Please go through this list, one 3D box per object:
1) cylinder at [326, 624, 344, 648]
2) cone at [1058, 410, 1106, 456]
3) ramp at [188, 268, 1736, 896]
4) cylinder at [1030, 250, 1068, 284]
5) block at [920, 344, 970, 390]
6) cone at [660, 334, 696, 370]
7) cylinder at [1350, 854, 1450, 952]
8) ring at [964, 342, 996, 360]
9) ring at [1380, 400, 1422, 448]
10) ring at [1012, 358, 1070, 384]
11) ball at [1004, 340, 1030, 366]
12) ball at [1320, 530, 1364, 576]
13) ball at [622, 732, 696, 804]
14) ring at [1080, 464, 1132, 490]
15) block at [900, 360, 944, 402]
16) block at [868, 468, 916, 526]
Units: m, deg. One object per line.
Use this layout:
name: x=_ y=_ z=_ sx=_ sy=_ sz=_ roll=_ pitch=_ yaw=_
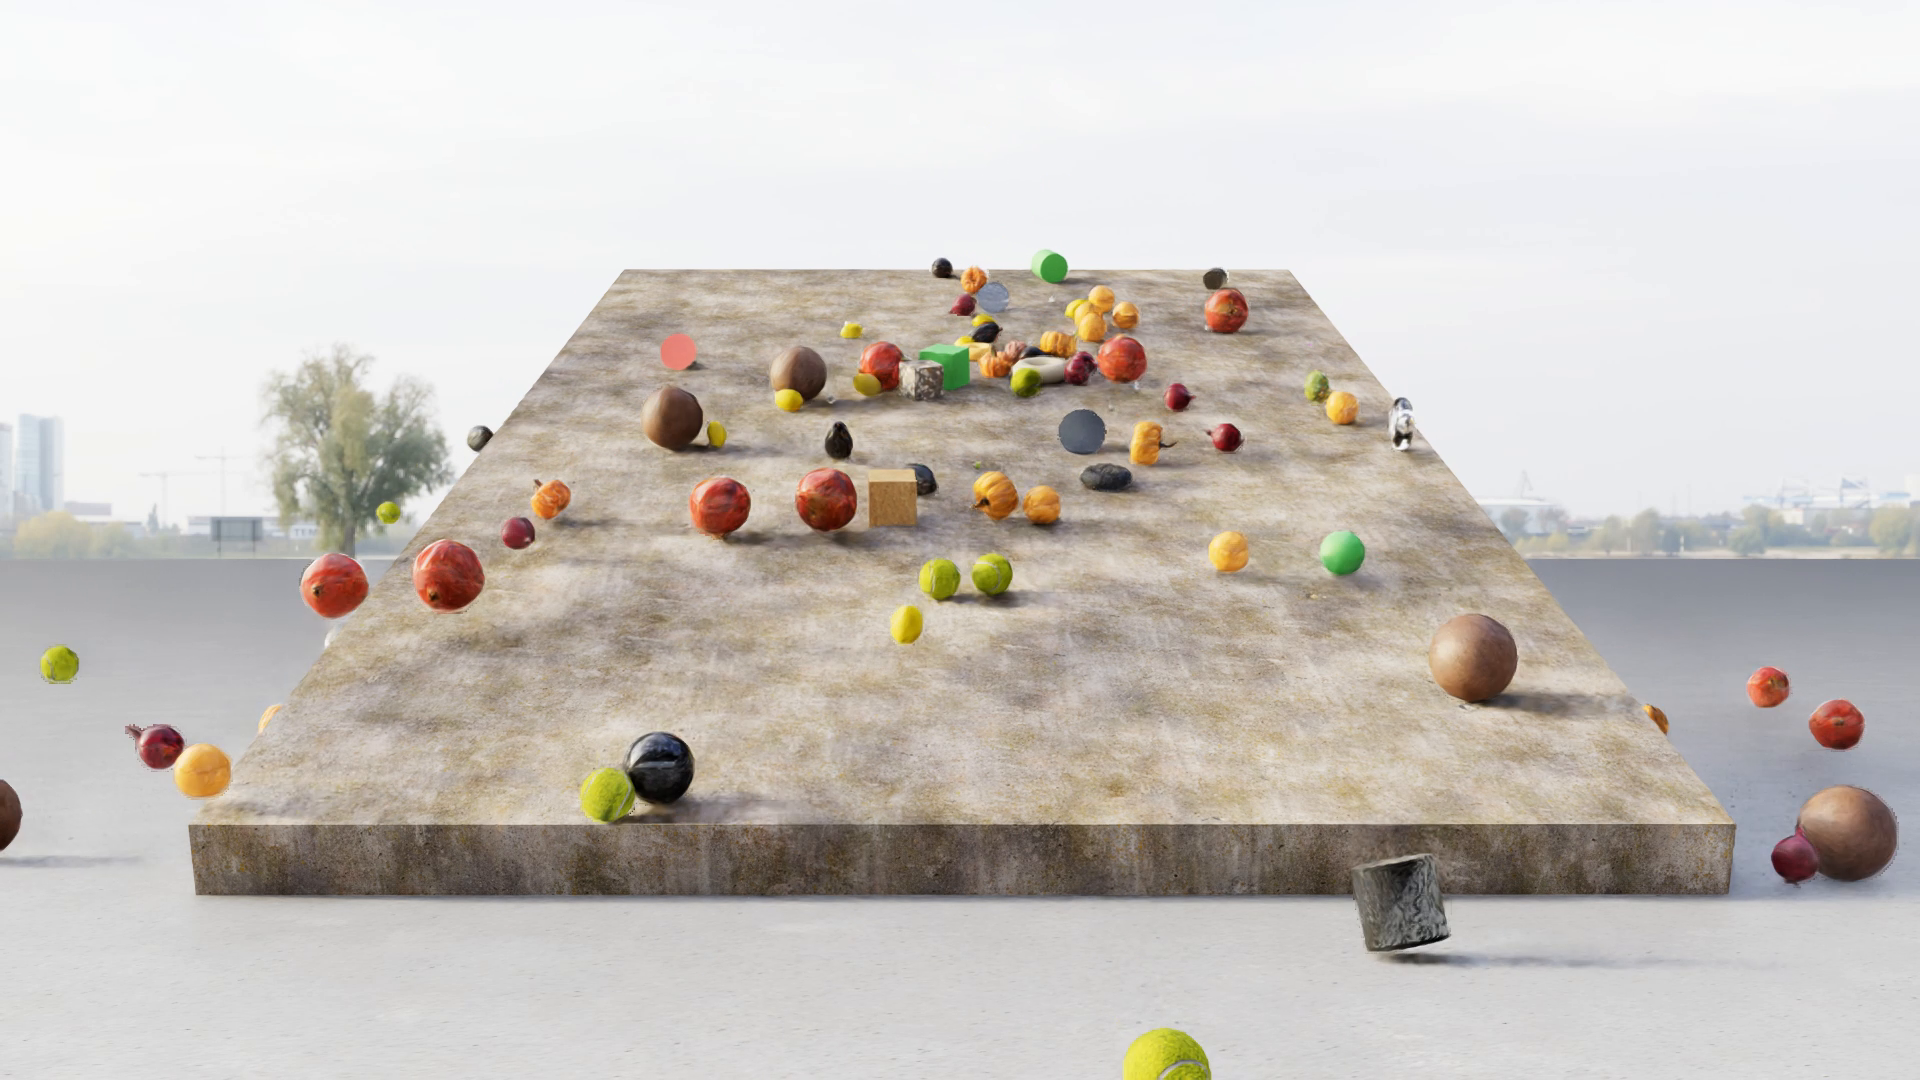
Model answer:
cylinder: x=-1.310 y=0.226 z=4.784 sx=0.077 sy=0.077 sz=0.077 roll=0 pitch=11 yaw=-44
cone: x=0.259 y=-0.217 z=4.687 sx=0.098 sy=0.098 sz=0.098 roll=0 pitch=-10 yaw=5
ramp: x=-0.003 y=-0.176 z=4.799 sx=2.000 sy=0.100 sz=4.000 roll=0 pitch=17 yaw=0
cylinder: x=0.261 y=-0.801 z=6.505 sx=0.086 sy=0.086 sz=0.086 roll=0 pitch=16 yaw=-17
block: x=-0.037 y=-0.406 z=5.226 sx=0.087 sy=0.087 sz=0.087 roll=8 pitch=19 yaw=25
cone: x=-0.675 y=-0.449 z=5.439 sx=0.091 sy=0.091 sz=0.091 roll=0 pitch=-10 yaw=11
cylinder: x=0.484 y=0.399 z=2.448 sx=0.091 sy=0.091 sz=0.091 roll=-11 pitch=-6 yaw=-1
ring: x=0.041 y=-0.466 z=5.514 sx=0.096 sy=0.032 sz=0.096 roll=-1 pitch=17 yaw=0
ring: x=0.924 y=-0.243 z=4.655 sx=0.037 sy=0.112 sz=0.112 roll=31 pitch=-11 yaw=-18
ring: x=0.192 y=-0.403 z=5.286 sx=0.136 sy=0.045 sz=0.136 roll=-1 pitch=17 yaw=0
ball: x=0.138 y=-0.454 z=5.416 sx=0.064 sy=0.064 sz=0.064 roll=0 pitch=0 yaw=0
ball: x=0.663 y=0.023 z=3.859 sx=0.077 sy=0.077 sz=0.077 roll=0 pitch=0 yaw=0
ball: x=-0.396 y=0.300 z=2.927 sx=0.096 sy=0.096 sz=0.096 roll=0 pitch=0 yaw=0
ring: x=0.290 y=-0.124 z=4.404 sx=0.102 sy=0.034 sz=0.102 roll=0 pitch=19 yaw=0
block: x=-0.089 y=-0.368 z=5.121 sx=0.076 sy=0.076 sz=0.076 roll=-9 pitch=19 yaw=-26
block: x=-0.127 y=-0.080 z=4.171 sx=0.087 sy=0.087 sz=0.087 roll=-1 pitch=17 yaw=-3
